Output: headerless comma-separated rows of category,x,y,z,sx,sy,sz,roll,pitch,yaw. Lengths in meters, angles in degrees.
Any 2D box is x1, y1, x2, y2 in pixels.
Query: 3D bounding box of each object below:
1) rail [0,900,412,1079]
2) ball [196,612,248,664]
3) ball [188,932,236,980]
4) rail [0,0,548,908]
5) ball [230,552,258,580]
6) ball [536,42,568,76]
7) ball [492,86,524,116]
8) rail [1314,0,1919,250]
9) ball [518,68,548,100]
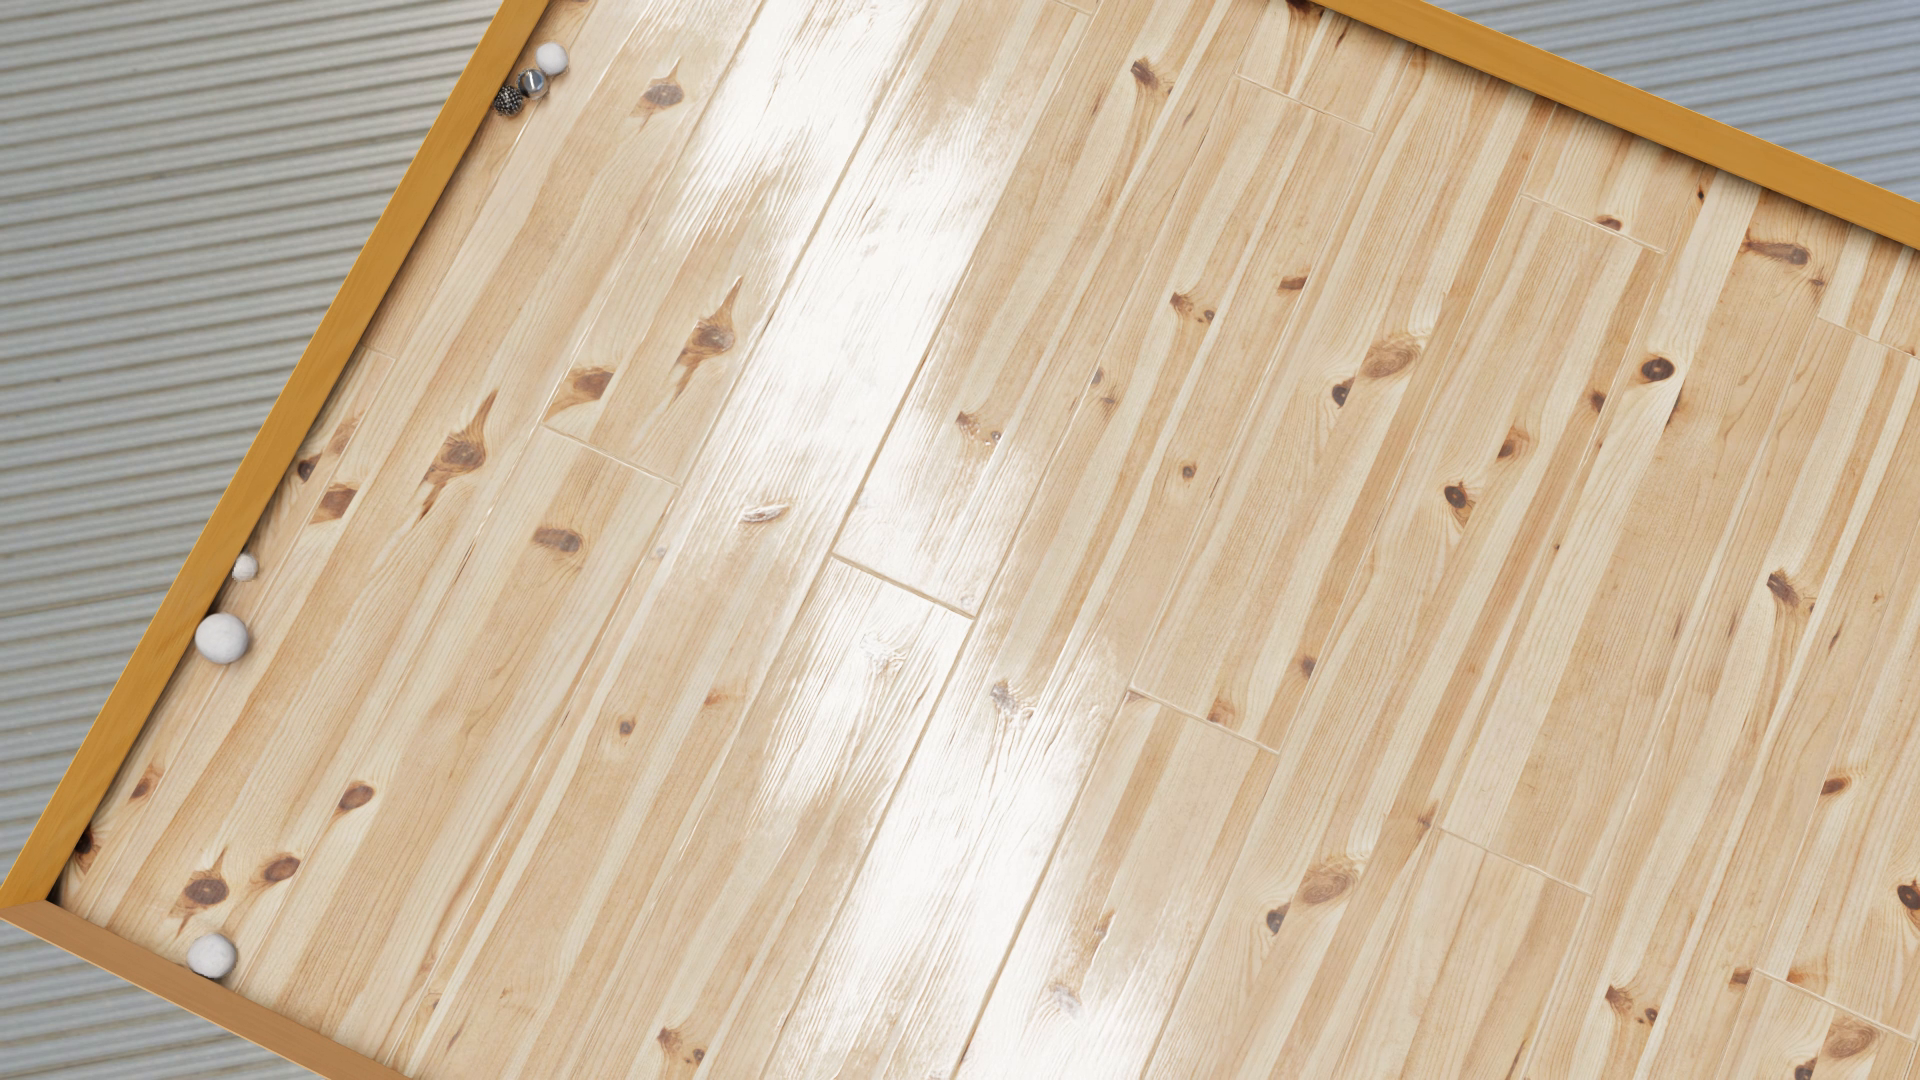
rail,0.481,1.352,2.973,4.096,0.099,0.045,24,77,6
ball,-1.107,0.147,3.300,0.076,0.076,0.076,0,75,0
ball,-1.085,0.603,3.187,0.066,0.066,0.066,0,75,0
rail,-0.908,-0.411,3.433,0.045,0.099,2.194,24,77,6
ball,-1.090,0.039,3.346,0.042,0.042,0.042,0,75,0
ball,-0.659,-0.778,3.554,0.053,0.053,0.053,0,75,0
ball,-0.727,-0.707,3.538,0.048,0.048,0.048,0,75,0
rail,1.379,-0.535,3.465,4.096,0.099,0.045,24,77,6
ball,-0.689,-0.735,3.545,0.049,0.049,0.049,0,75,0
